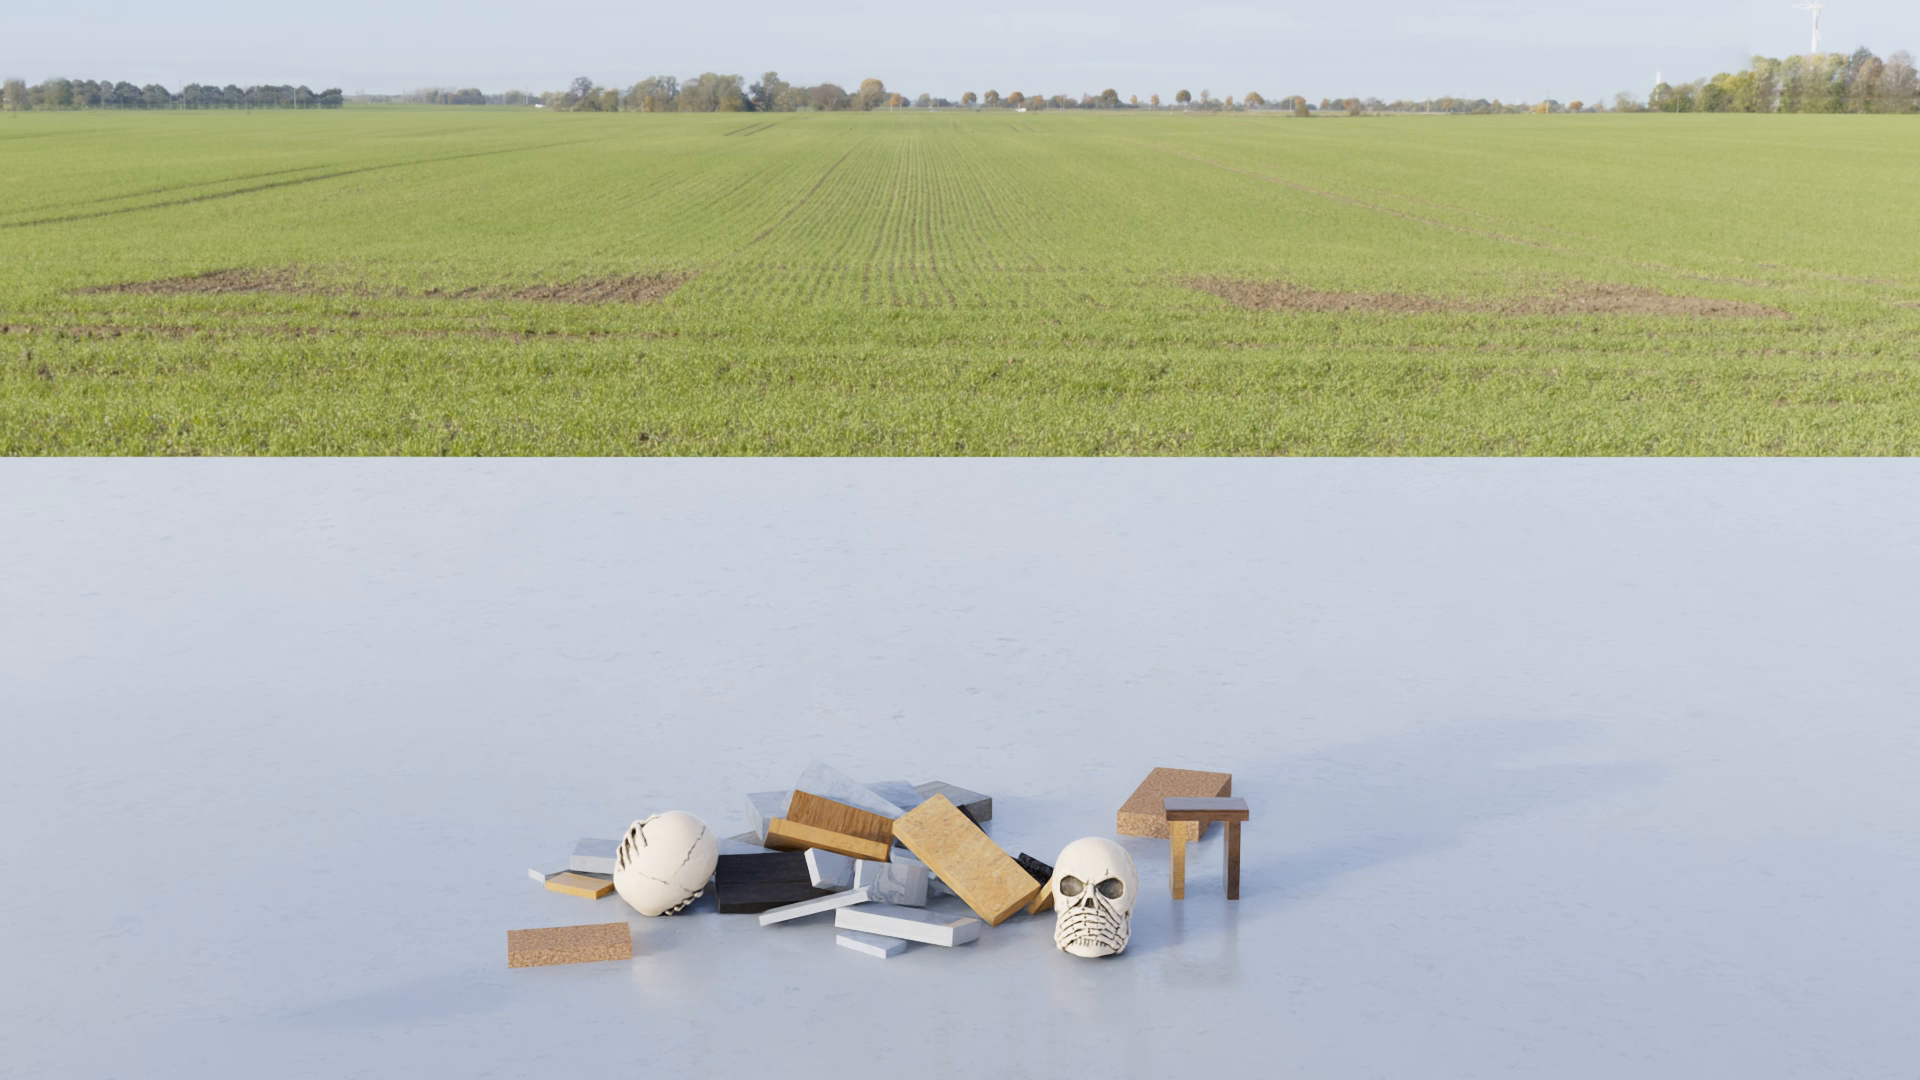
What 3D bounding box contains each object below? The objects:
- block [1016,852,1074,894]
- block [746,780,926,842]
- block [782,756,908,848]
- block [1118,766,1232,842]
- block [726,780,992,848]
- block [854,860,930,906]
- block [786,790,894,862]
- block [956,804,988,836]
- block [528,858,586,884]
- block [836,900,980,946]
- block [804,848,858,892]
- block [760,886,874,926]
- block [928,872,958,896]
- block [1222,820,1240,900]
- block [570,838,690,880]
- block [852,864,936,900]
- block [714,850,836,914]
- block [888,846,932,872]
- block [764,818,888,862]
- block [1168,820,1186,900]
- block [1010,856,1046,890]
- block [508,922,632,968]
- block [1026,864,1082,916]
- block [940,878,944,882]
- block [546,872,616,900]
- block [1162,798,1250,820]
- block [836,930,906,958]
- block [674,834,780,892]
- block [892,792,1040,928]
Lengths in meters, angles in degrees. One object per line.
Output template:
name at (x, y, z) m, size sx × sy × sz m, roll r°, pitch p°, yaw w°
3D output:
block at (0.141, 0.558, 3.681) m, size 0.101 × 0.014 × 0.050 m, roll 26°, pitch 11°, yaw 5°
block at (-0.220, 0.480, 3.911) m, size 0.299 × 0.042 × 0.149 m, roll -3°, pitch 11°, yaw -16°
block at (-0.196, 0.472, 3.820) m, size 0.204 × 0.029 × 0.102 m, roll 30°, pitch 56°, yaw 5°
block at (0.402, 0.490, 4.094) m, size 0.149 × 0.042 × 0.299 m, roll 3°, pitch 11°, yaw 18°
block at (-0.179, 0.518, 3.939) m, size 0.518 × 0.042 × 0.149 m, roll -10°, pitch 14°, yaw -43°
block at (-0.112, 0.558, 3.576) m, size 0.127 × 0.063 × 0.018 m, roll 12°, pitch -11°, yaw -30°
block at (-0.208, 0.501, 3.767) m, size 0.186 × 0.093 × 0.026 m, roll 17°, pitch -31°, yaw -3°
block at (0.012, 0.503, 3.644) m, size 0.069 × 0.020 × 0.138 m, roll -20°, pitch 49°, yaw -26°
block at (-0.680, 0.564, 3.769) m, size 0.104 × 0.015 × 0.052 m, roll -9°, pitch 14°, yaw -42°
block at (-0.082, 0.603, 3.464) m, size 0.204 × 0.029 × 0.102 m, roll 5°, pitch 0°, yaw 25°
block at (-0.197, 0.548, 3.611) m, size 0.018 × 0.063 × 0.127 m, roll -39°, pitch -40°, yaw 27°
block at (-0.229, 0.584, 3.514) m, size 0.178 × 0.015 × 0.052 m, roll -14°, pitch 0°, yaw 7°
block at (-0.048, 0.565, 3.665) m, size 0.095 × 0.014 × 0.048 m, roll 22°, pitch 6°, yaw -12°
block at (0.452, 0.522, 3.660) m, size 0.019 × 0.136 × 0.068 m, roll 0°, pitch 11°, yaw 0°
block at (-0.564, 0.547, 3.776) m, size 0.192 × 0.027 × 0.096 m, roll 5°, pitch 10°, yaw -1°
block at (-0.109, 0.562, 3.632) m, size 0.127 × 0.018 × 0.063 m, roll 22°, pitch -3°, yaw -33°
block at (-0.303, 0.559, 3.602) m, size 0.192 × 0.027 × 0.096 m, roll -1°, pitch 47°, yaw -13°
block at (-0.068, 0.534, 3.662) m, size 0.095 × 0.014 × 0.048 m, roll 14°, pitch 8°, yaw -10°
block at (-0.227, 0.515, 3.685) m, size 0.199 × 0.026 × 0.093 m, roll 14°, pitch -29°, yaw -5°
block at (0.362, 0.522, 3.660) m, size 0.019 × 0.136 × 0.068 m, roll 0°, pitch 11°, yaw 0°
block at (0.081, 0.549, 3.680) m, size 0.138 × 0.020 × 0.069 m, roll 25°, pitch 11°, yaw 1°
block at (-0.604, 0.626, 3.402) m, size 0.186 × 0.026 × 0.093 m, roll -2°, pitch 11°, yaw -12°
block at (0.153, 0.565, 3.561) m, size 0.050 × 0.101 × 0.014 m, roll -12°, pitch 54°, yaw -48°
block at (0.013, 0.568, 3.677) m, size 0.095 × 0.014 × 0.048 m, roll 14°, pitch 8°, yaw -9°
block at (-0.636, 0.580, 3.685) m, size 0.104 × 0.015 × 0.052 m, roll 6°, pitch 12°, yaw 28°
block at (0.407, 0.446, 3.646) m, size 0.136 × 0.019 × 0.068 m, roll 0°, pitch 11°, yaw 0°
block at (-0.138, 0.627, 3.428) m, size 0.101 × 0.014 × 0.050 m, roll 8°, pitch 13°, yaw 38°
block at (-0.374, 0.552, 3.689) m, size 0.192 × 0.027 × 0.096 m, roll 7°, pitch 39°, yaw 33°
block at (0.009, 0.520, 3.590) m, size 0.102 × 0.029 × 0.246 m, roll -29°, pitch 53°, yaw -32°
